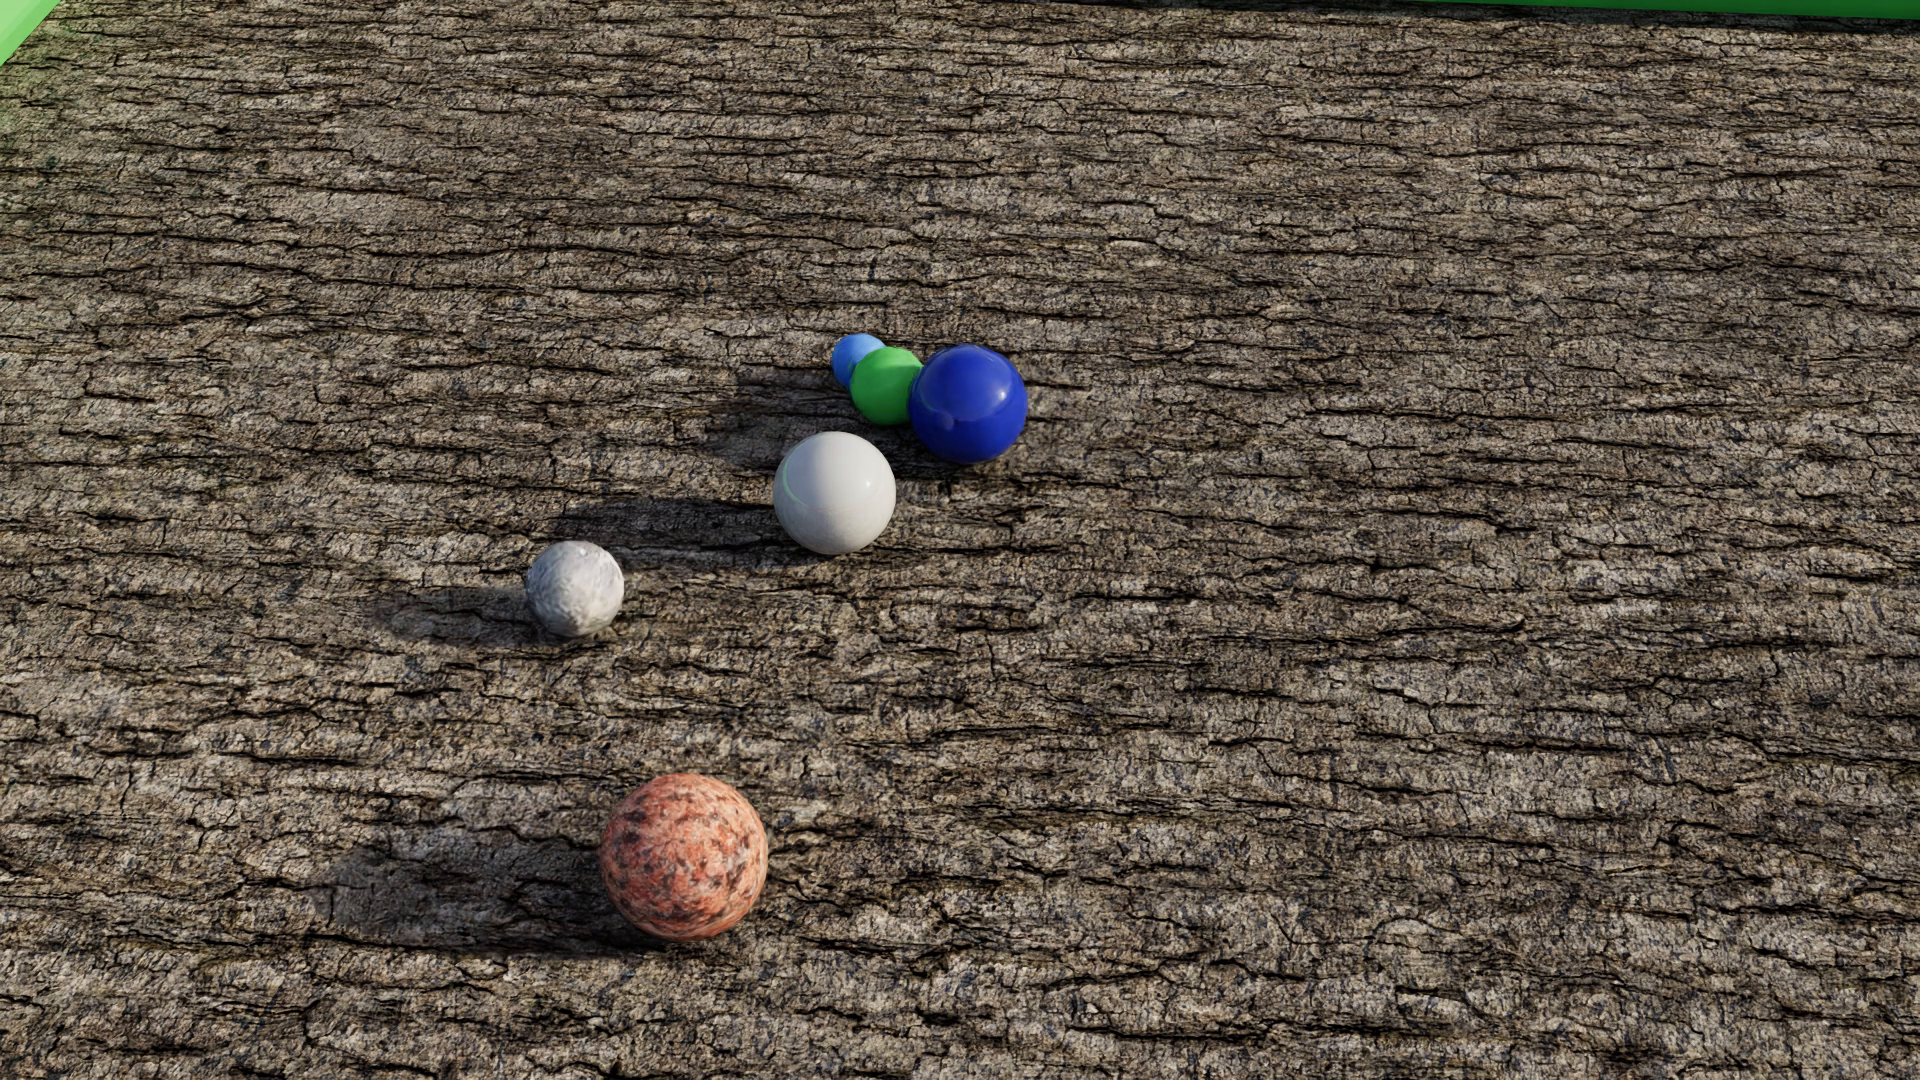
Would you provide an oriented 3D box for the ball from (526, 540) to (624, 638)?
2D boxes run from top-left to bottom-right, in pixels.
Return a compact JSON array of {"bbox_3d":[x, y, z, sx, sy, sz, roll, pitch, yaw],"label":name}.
[{"bbox_3d":[-0.250,0.032,1.671,0.063,0.063,0.063,0,36,0],"label":"ball"}]

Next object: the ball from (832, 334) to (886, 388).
[{"bbox_3d":[-0.073,-0.132,1.916,0.044,0.044,0.044,0,36,0],"label":"ball"}]

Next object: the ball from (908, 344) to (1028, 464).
[{"bbox_3d":[0.006,-0.097,1.830,0.086,0.086,0.086,0,36,0],"label":"ball"}]

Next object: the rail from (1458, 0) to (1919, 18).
[{"bbox_3d":[1.047,-0.532,2.403,3.852,0.122,0.045,3,36,4],"label":"rail"}]

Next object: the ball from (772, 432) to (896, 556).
[{"bbox_3d":[-0.085,-0.032,1.741,0.084,0.084,0.084,0,36,0],"label":"ball"}]

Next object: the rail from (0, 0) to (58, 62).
[{"bbox_3d":[-0.935,-0.071,1.762,0.045,0.122,1.981,3,36,4],"label":"rail"}]

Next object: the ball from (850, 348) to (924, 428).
[{"bbox_3d":[-0.051,-0.112,1.875,0.058,0.058,0.058,0,36,0],"label":"ball"}]

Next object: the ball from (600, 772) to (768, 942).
[{"bbox_3d":[-0.155,0.178,1.441,0.094,0.094,0.094,0,36,0],"label":"ball"}]
